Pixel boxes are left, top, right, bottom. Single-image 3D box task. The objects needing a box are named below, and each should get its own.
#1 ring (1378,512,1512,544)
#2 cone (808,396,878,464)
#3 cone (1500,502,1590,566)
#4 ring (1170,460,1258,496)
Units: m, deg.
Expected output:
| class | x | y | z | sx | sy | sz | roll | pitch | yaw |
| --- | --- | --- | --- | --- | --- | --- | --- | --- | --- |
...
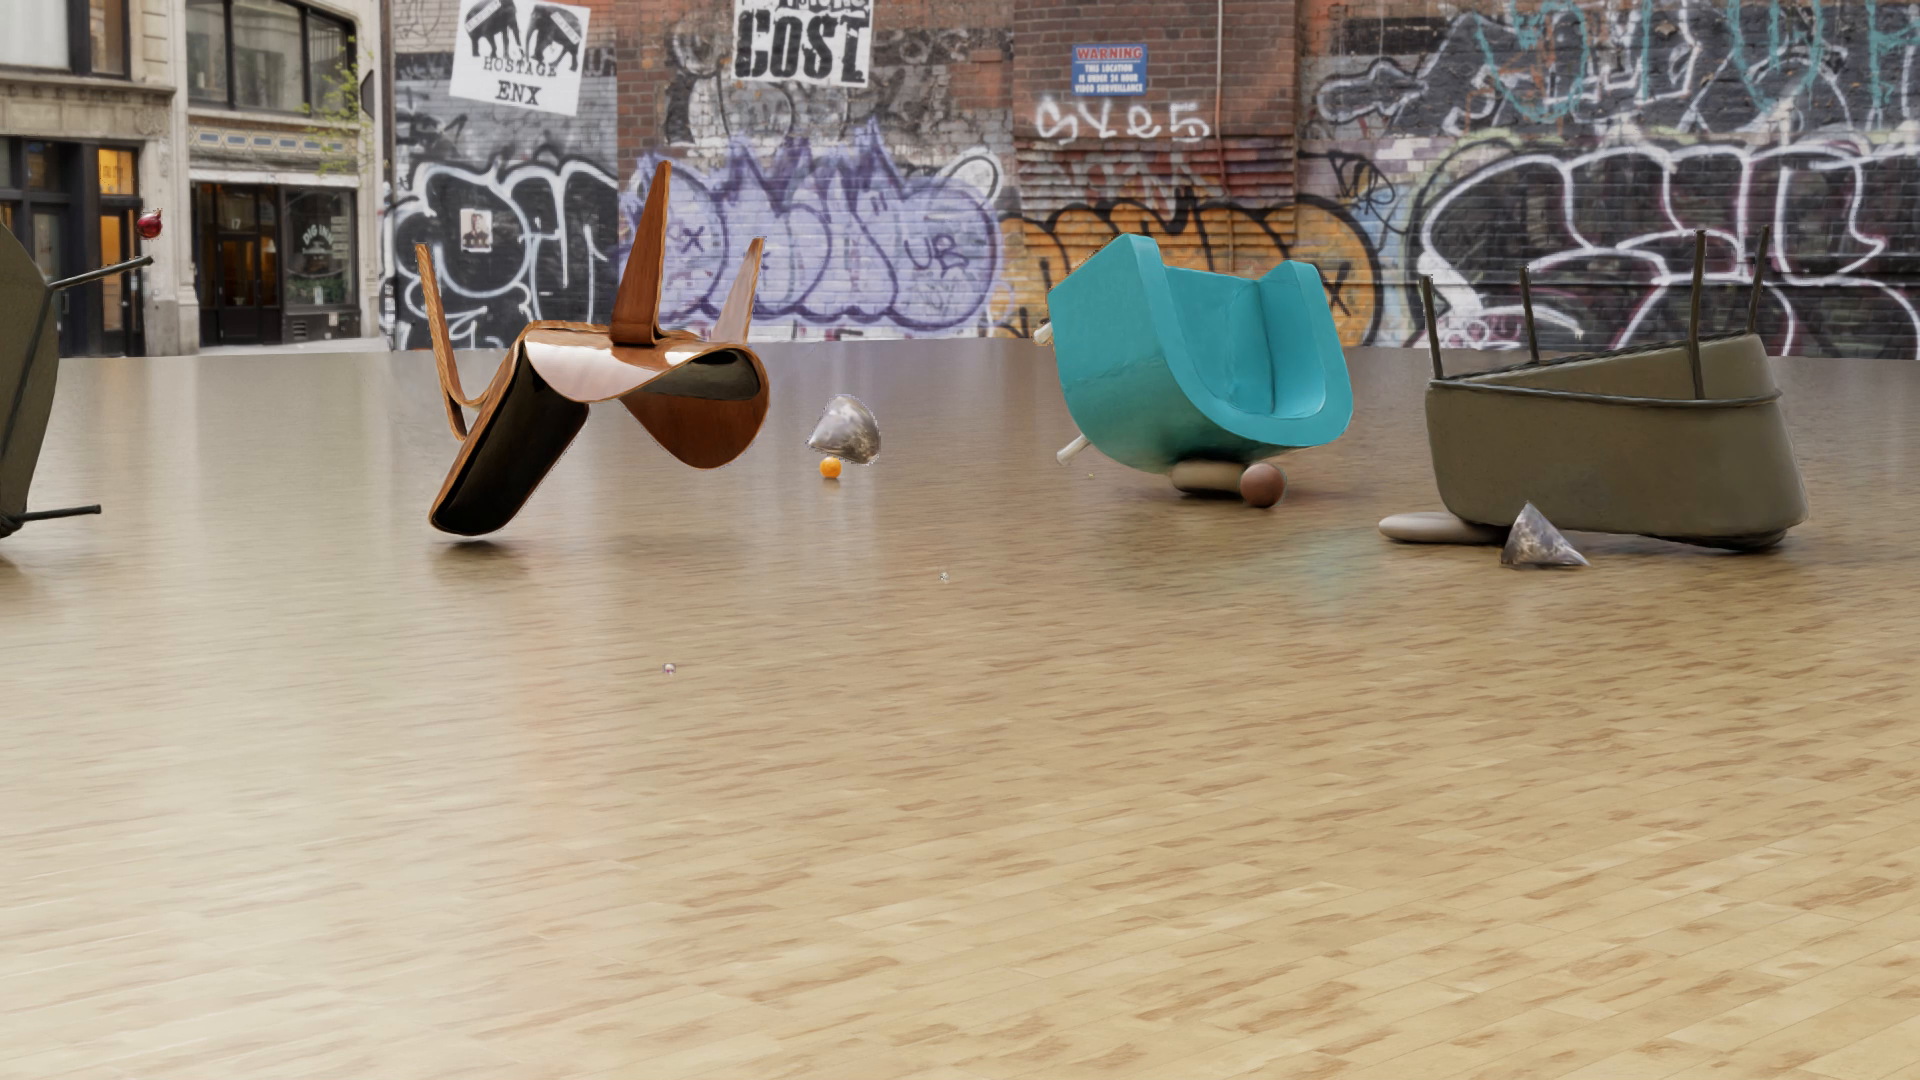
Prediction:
| class | x | y | z | sx | sy | sz | roll | pitch | yaw |
| --- | --- | --- | --- | --- | --- | --- | --- | --- | --- |
| ring | 1.215 | -0.030 | 6.406 | 0.352 | 0.060 | 0.218 | 0 | 7 | -12 |
| cone | -0.327 | -0.257 | 6.444 | 0.154 | 0.168 | 0.197 | -21 | 47 | -40 |
| cone | 1.339 | 0.022 | 5.790 | 0.185 | 0.157 | 0.133 | 26 | -4 | 21 |
| ring | 0.762 | -0.186 | 7.686 | 0.264 | 0.092 | 0.272 | 7 | -4 | -29 |
